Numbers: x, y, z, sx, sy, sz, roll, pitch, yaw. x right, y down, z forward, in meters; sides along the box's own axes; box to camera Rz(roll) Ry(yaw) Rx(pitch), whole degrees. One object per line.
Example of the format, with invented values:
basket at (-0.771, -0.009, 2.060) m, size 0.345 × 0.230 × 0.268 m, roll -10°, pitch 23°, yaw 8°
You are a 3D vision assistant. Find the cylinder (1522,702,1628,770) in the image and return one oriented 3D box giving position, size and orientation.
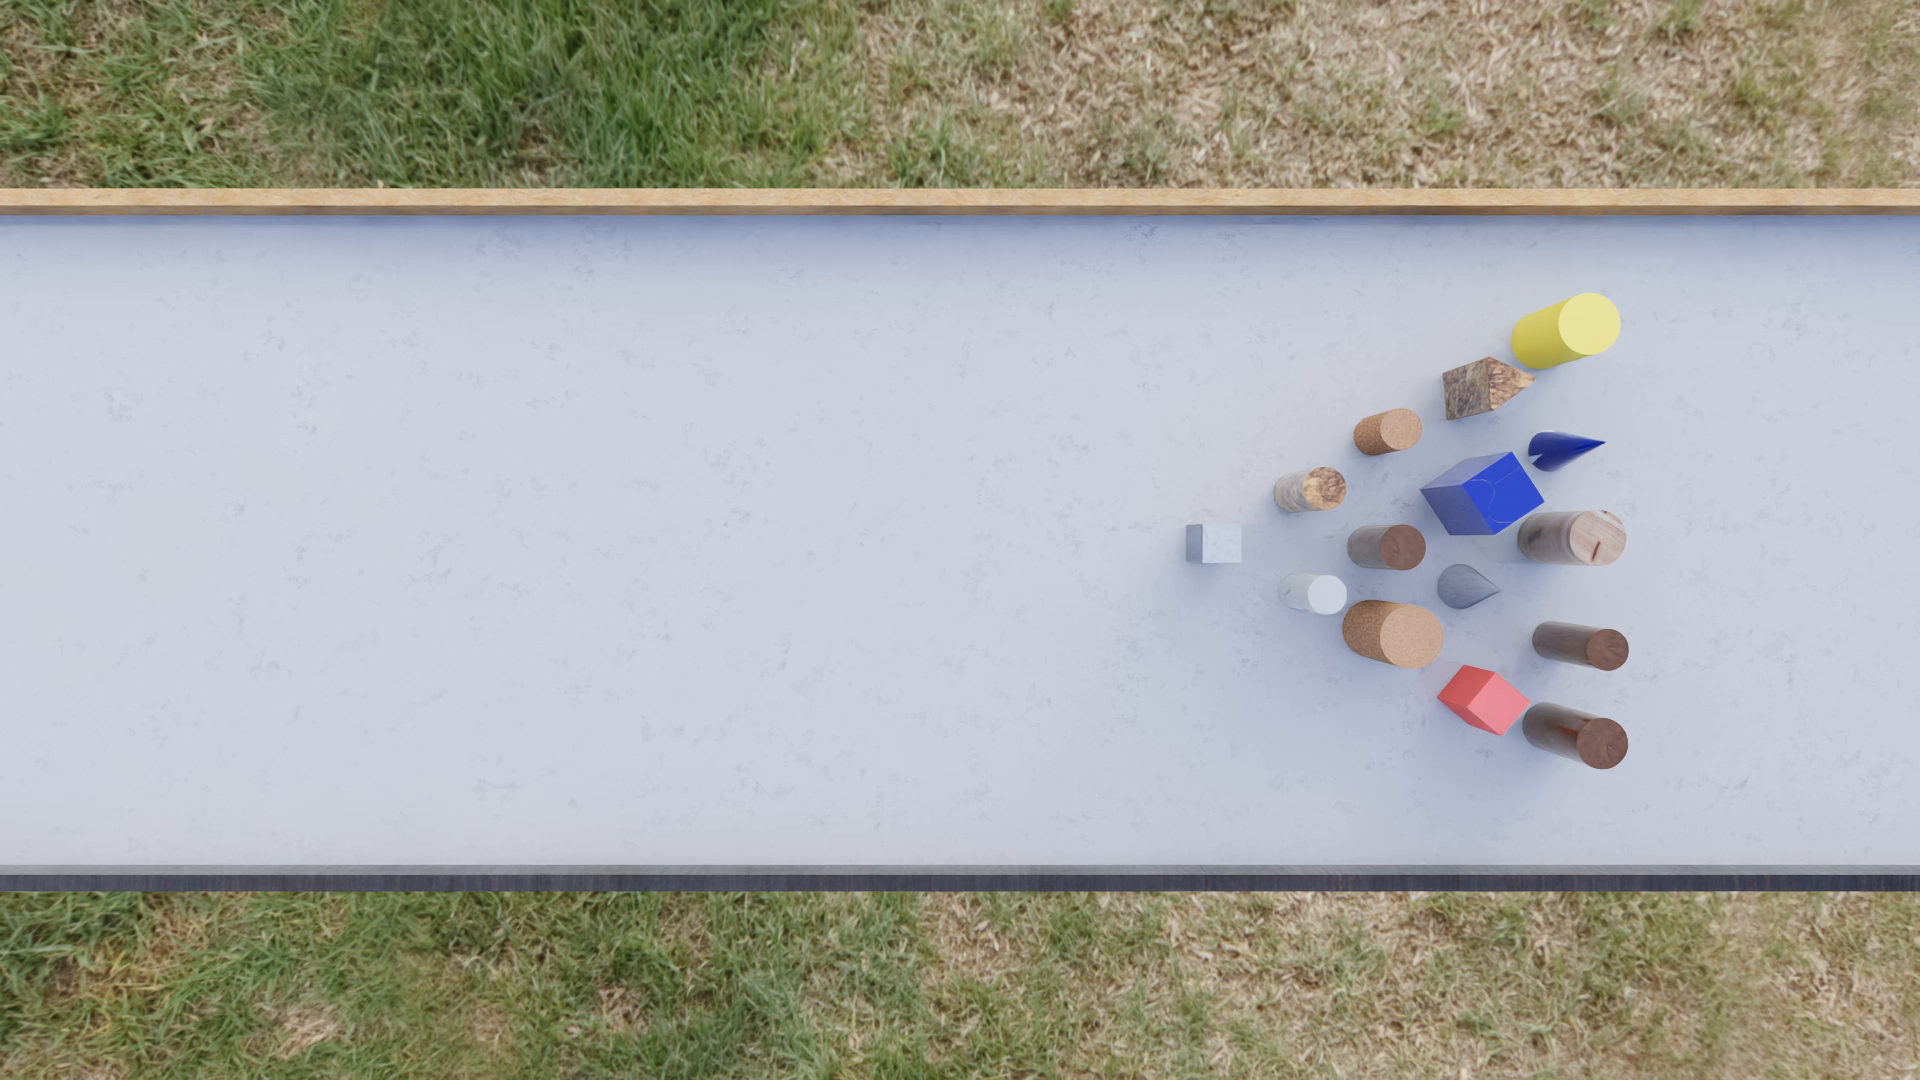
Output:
cylinder at (1.803, 0.572, 4.853) m, size 0.146 × 0.447 × 0.146 m, roll 0°, pitch 90°, yaw 0°

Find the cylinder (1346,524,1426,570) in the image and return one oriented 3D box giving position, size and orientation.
cylinder at (1.256, 0.021, 4.877) m, size 0.132 × 0.398 × 0.132 m, roll 0°, pitch 90°, yaw 0°

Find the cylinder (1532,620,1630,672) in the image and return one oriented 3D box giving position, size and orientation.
cylinder at (1.821, 0.309, 4.856) m, size 0.120 × 0.441 × 0.120 m, roll 0°, pitch 90°, yaw 0°

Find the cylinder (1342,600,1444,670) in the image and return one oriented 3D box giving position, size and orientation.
cylinder at (1.266, 0.273, 4.848) m, size 0.179 × 0.457 × 0.179 m, roll 0°, pitch 90°, yaw 0°

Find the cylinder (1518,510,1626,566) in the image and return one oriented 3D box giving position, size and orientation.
cylinder at (1.796, -0.005, 4.859) m, size 0.160 × 0.435 × 0.160 m, roll 0°, pitch 90°, yaw 0°

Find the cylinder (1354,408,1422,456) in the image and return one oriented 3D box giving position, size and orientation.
cylinder at (1.272, -0.320, 4.914) m, size 0.122 × 0.325 × 0.122 m, roll 0°, pitch 90°, yaw 0°

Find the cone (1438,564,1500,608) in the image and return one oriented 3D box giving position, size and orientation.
cone at (1.539, 0.143, 4.881) m, size 0.140 × 0.391 × 0.140 m, roll 0°, pitch 90°, yaw 0°

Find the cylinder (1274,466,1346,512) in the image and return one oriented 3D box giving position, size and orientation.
cylinder at (1.025, -0.144, 4.854) m, size 0.122 × 0.445 × 0.122 m, roll 0°, pitch 90°, yaw 0°

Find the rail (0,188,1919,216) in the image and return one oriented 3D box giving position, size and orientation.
rail at (-2.247, -1.025, 5.002) m, size 12.000 × 0.150 × 0.050 m, roll 0°, pitch 90°, yaw 0°

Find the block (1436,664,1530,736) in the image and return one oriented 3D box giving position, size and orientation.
block at (1.560, 0.476, 4.925) m, size 0.132 × 0.302 × 0.132 m, roll 40°, pitch 90°, yaw 0°

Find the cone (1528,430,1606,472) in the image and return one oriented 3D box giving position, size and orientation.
cone at (1.816, -0.275, 4.852) m, size 0.133 × 0.449 × 0.133 m, roll 0°, pitch 90°, yaw 0°

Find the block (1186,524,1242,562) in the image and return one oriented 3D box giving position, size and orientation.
block at (0.751, 0.009, 4.902) m, size 0.111 × 0.349 × 0.111 m, roll 0°, pitch 90°, yaw 0°

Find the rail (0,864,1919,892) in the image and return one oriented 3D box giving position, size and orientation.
rail at (-2.247, 1.025, 5.001) m, size 12.000 × 0.150 × 0.050 m, roll 0°, pitch 90°, yaw 0°

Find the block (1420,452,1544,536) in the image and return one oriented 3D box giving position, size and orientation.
block at (1.532, -0.132, 4.863) m, size 0.170 × 0.428 × 0.170 m, roll -33°, pitch 90°, yaw 0°

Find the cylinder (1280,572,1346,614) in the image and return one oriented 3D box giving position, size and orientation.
cylinder at (1.038, 0.155, 4.868) m, size 0.111 × 0.418 × 0.111 m, roll 0°, pitch 90°, yaw 0°

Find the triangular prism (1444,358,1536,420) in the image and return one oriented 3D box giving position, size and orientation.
triangular prism at (1.526, -0.464, 4.864) m, size 0.149 × 0.426 × 0.129 m, roll -36°, pitch 90°, yaw 0°

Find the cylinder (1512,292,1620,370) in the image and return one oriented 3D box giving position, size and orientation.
cylinder at (1.785, -0.613, 4.876) m, size 0.176 × 0.401 × 0.176 m, roll 0°, pitch 90°, yaw 0°
